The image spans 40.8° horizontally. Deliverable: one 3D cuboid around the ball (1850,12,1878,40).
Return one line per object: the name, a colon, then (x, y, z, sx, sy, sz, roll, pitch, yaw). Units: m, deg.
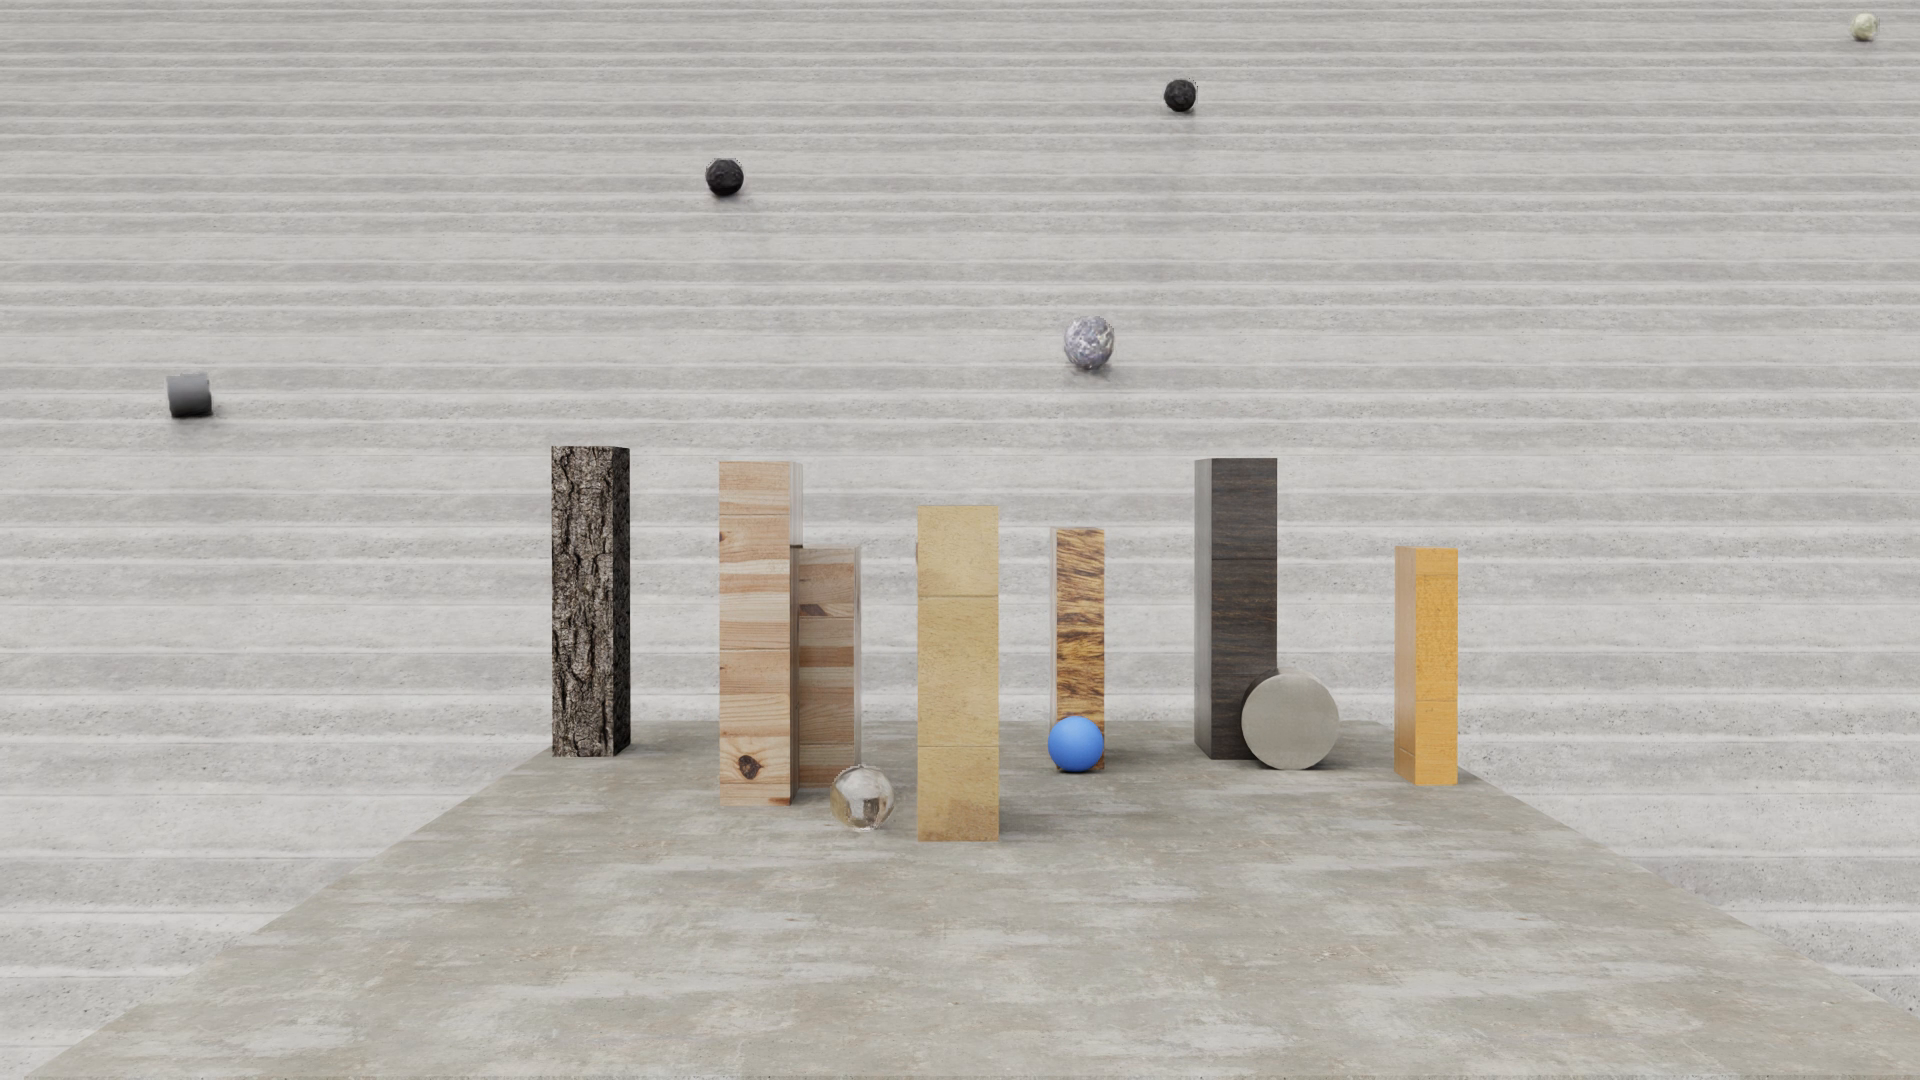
ball: (4.353, -2.474, 12.432, 0.129, 0.129, 0.129, 0, 27, 0)

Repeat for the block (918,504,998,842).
block: (-0.003, 0.220, 4.528, 0.135, 0.560, 0.441, 0, 1, 0)

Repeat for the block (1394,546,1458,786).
block: (0.947, 0.250, 5.256, 0.084, 0.471, 0.248, 0, 1, 0)

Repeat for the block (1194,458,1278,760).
block: (0.618, 0.147, 5.819, 0.143, 0.657, 0.406, 0, 1, 0)

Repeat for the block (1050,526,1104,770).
block: (0.253, 0.226, 5.642, 0.100, 0.504, 0.427, 0, 1, 0)

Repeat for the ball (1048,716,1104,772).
ball: (0.241, 0.425, 5.373, 0.117, 0.117, 0.117, 0, 27, 0)

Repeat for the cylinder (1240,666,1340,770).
cylinder: (0.702, 0.379, 5.509, 0.204, 0.204, 0.204, 3, 1, 5)

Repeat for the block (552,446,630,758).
block: (-0.831, 0.133, 5.833, 0.135, 0.685, 0.302, 0, 1, 0)

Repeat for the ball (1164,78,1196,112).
ball: (0.974, -1.966, 11.413, 0.143, 0.143, 0.143, 0, 27, 0)

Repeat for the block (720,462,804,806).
block: (-0.382, 0.170, 5.007, 0.131, 0.641, 0.418, 0, 1, 0)

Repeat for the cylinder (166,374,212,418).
cylinder: (-2.531, -0.474, 8.483, 0.130, 0.130, 0.130, -8, 28, -15)

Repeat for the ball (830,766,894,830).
ball: (-0.168, 0.446, 4.456, 0.110, 0.110, 0.110, 0, 27, 0)

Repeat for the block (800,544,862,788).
block: (-0.265, 0.249, 5.278, 0.112, 0.473, 0.380, 0, 1, 0)

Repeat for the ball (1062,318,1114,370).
ball: (0.440, -0.673, 8.825, 0.176, 0.176, 0.176, 0, 27, 0)

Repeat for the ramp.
ramp: (0.061, 0.549, 4.585, 2.000, 0.100, 4.000, 0, 1, 0)

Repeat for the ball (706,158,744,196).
ball: (-0.948, -1.462, 10.411, 0.150, 0.150, 0.150, 0, 27, 0)

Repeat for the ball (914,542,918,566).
ball: (-0.044, 0.039, 7.425, 0.173, 0.173, 0.173, 0, 27, 0)
